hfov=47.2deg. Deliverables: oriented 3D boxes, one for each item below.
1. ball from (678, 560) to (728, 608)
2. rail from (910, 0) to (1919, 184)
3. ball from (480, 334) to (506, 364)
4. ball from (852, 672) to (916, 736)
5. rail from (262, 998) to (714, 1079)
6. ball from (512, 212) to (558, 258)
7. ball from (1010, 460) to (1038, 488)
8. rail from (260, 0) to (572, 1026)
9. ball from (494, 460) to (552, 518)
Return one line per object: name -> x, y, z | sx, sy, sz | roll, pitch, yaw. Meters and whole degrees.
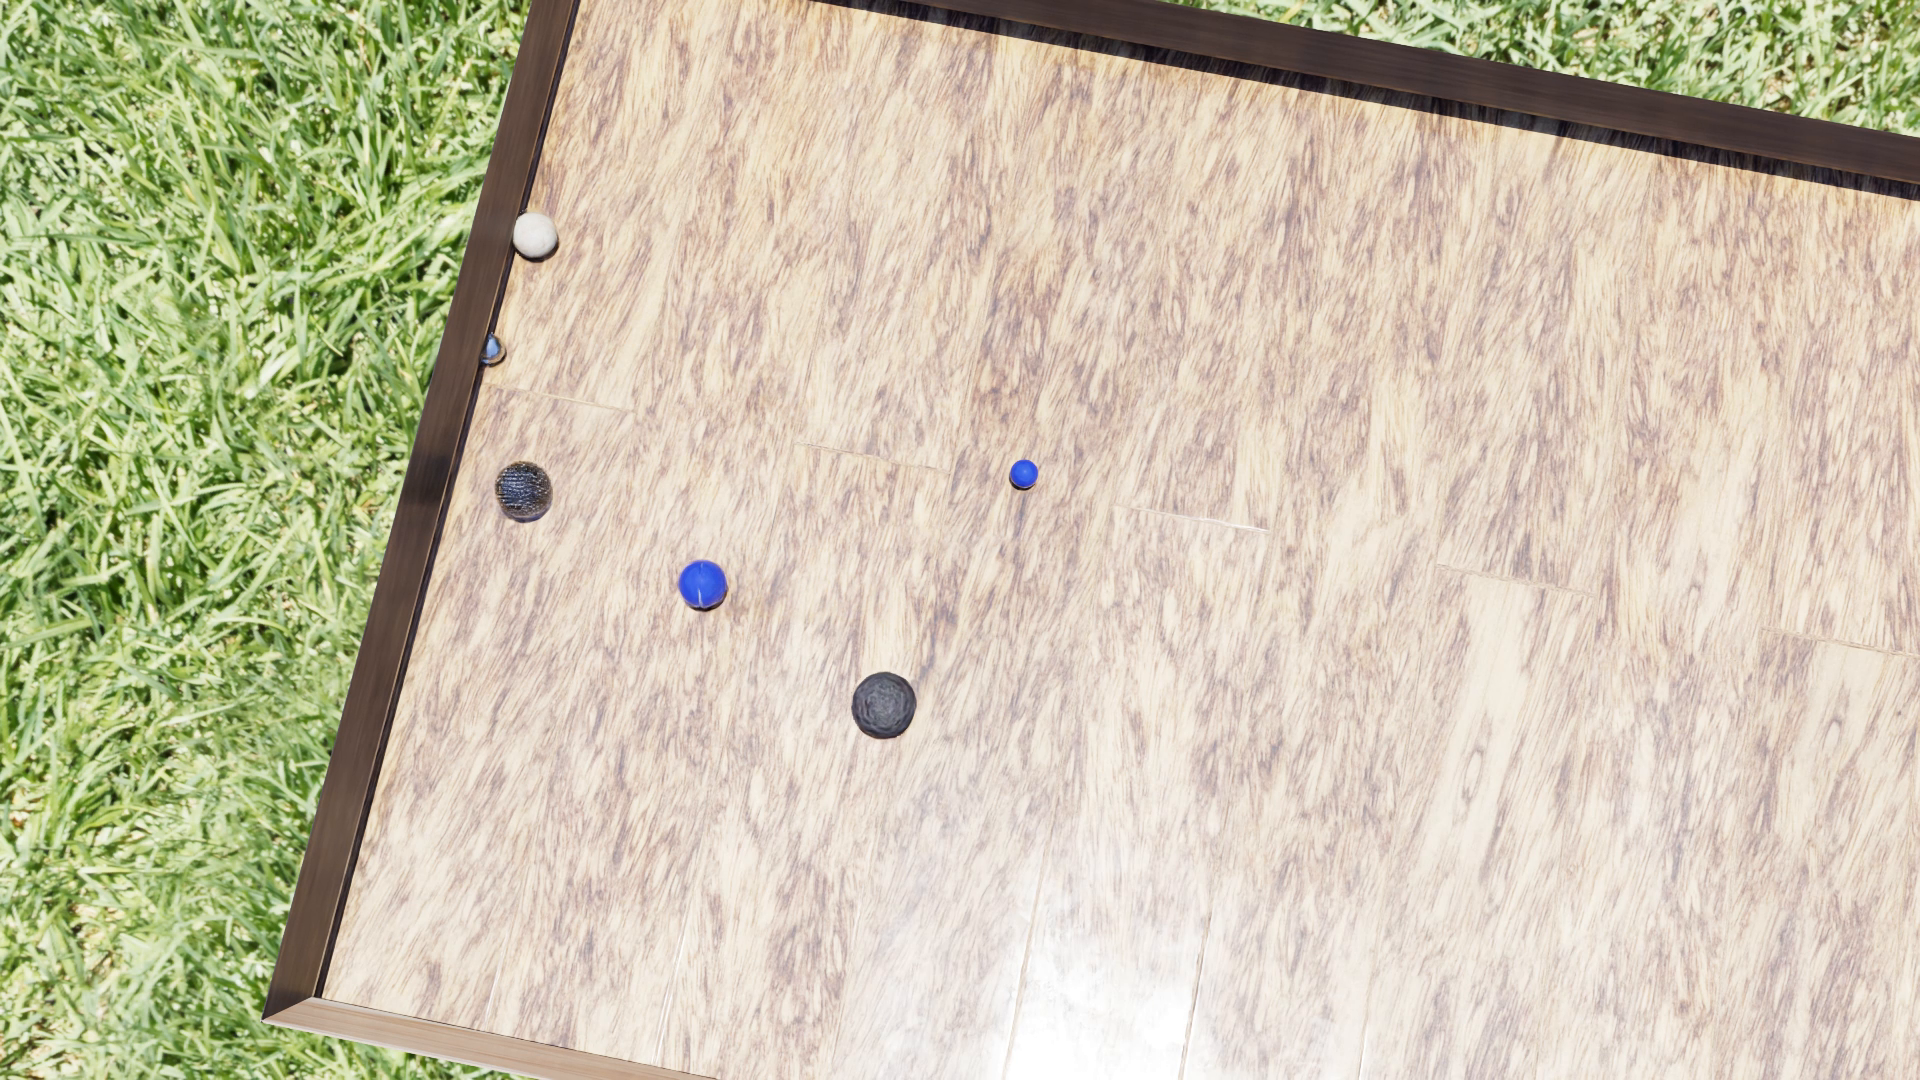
ball -> -0.387, 0.066, 3.309 | 0.074, 0.074, 0.074 | 0, 76, 0
rail -> 0.974, -0.679, 3.463 | 3.287, 0.124, 0.045 | 11, 77, 3
ball -> -0.729, -0.297, 3.412 | 0.045, 0.045, 0.045 | 0, 76, 0
ball -> -0.112, 0.242, 3.255 | 0.095, 0.095, 0.095 | 0, 76, 0
rail -> 0.638, 0.975, 3.063 | 3.287, 0.124, 0.045 | 11, 77, 3
ball -> -0.666, -0.478, 3.442 | 0.071, 0.071, 0.071 | 0, 76, 0
ball -> 0.098, -0.102, 3.365 | 0.044, 0.044, 0.044 | 0, 76, 0
rail -> -0.783, -0.157, 3.336 | 0.045, 0.124, 1.782 | 11, 77, 3
ball -> -0.664, -0.077, 3.337 | 0.086, 0.086, 0.086 | 0, 76, 0
